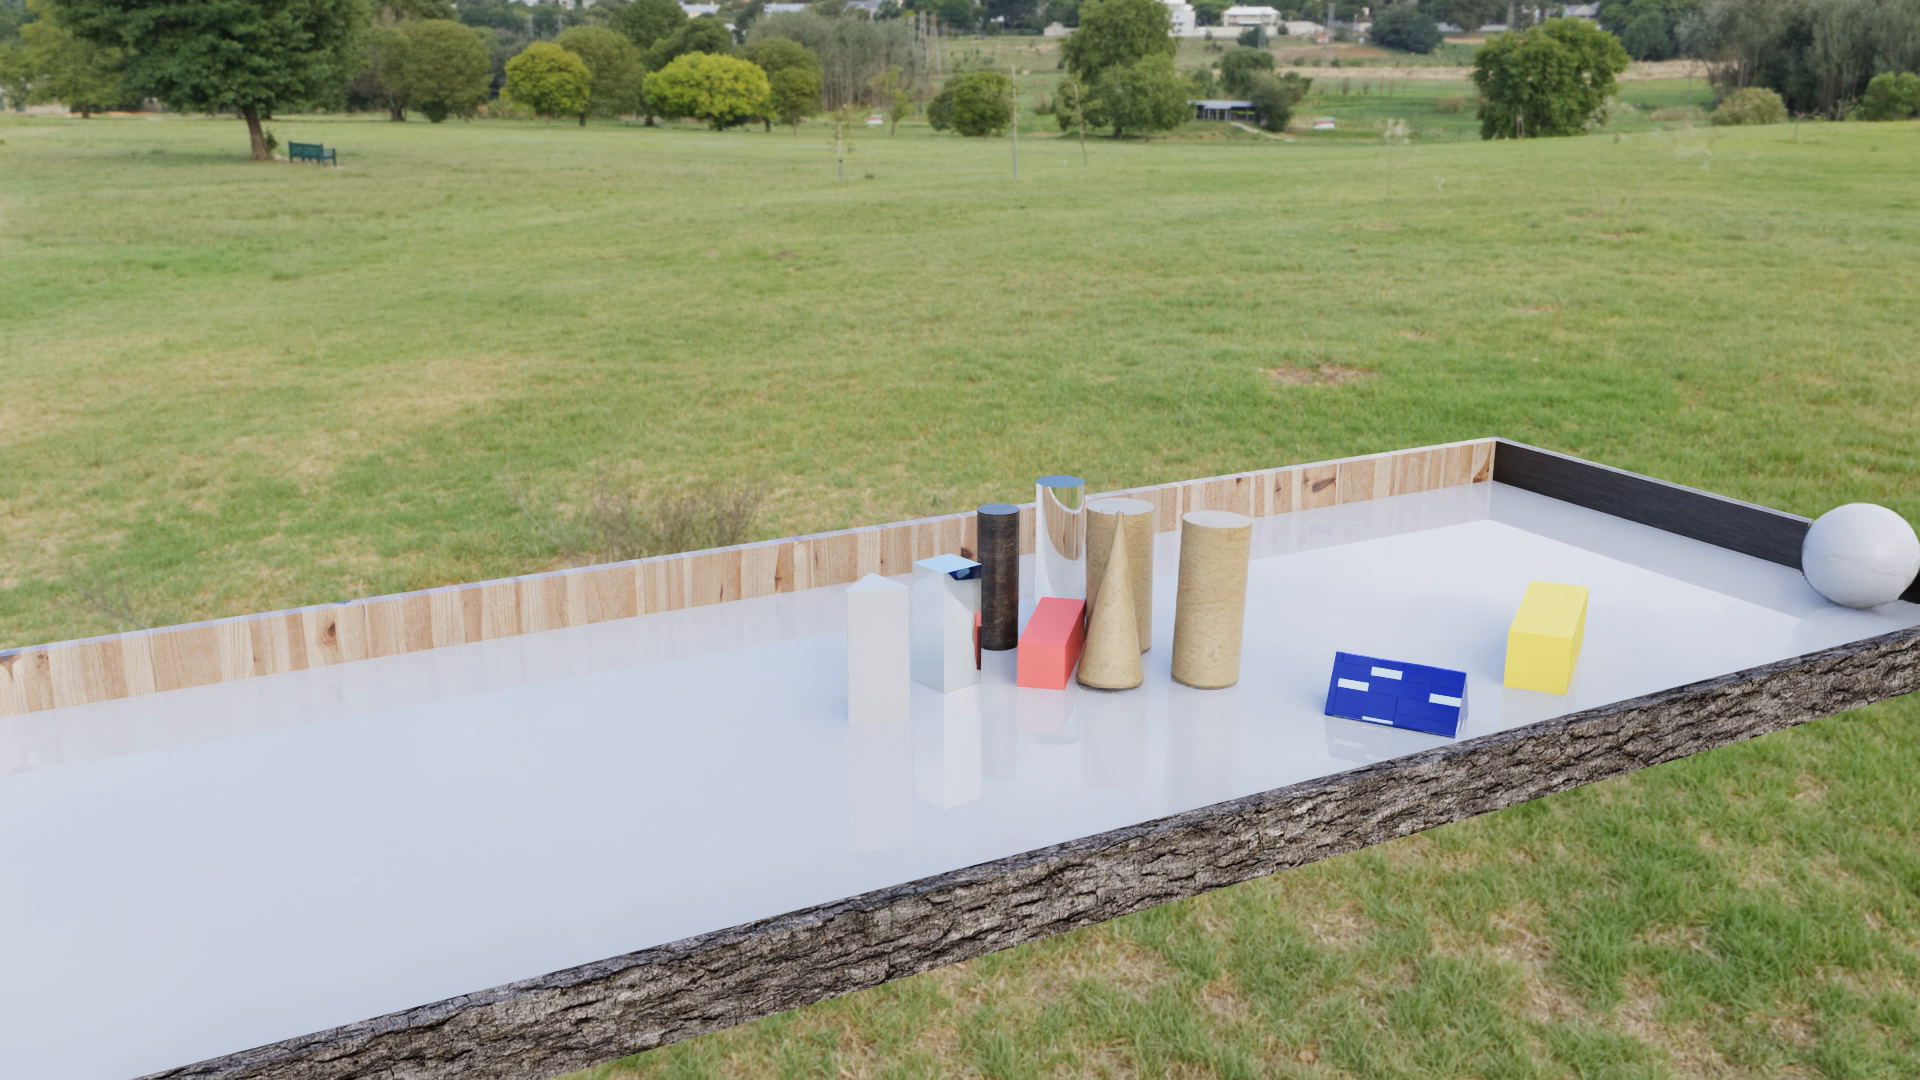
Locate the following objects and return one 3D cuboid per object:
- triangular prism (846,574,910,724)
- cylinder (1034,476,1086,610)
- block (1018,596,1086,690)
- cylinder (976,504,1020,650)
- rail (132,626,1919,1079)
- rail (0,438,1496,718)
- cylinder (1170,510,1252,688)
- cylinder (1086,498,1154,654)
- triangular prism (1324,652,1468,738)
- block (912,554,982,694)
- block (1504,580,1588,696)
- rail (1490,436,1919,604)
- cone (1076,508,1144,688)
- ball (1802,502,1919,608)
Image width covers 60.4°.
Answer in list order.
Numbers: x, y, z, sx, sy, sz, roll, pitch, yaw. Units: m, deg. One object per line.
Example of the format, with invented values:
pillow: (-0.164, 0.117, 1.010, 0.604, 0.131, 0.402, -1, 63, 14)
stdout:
triangular prism: (-0.200, 0.254, 3.905, 0.147, 0.330, 0.127, -3, 17, -9)
cylinder: (0.278, 0.021, 4.607, 0.136, 0.381, 0.136, 0, 16, 0)
block: (0.239, 0.262, 4.253, 0.118, 0.118, 0.364, 3, 17, 12)
cylinder: (0.100, 0.098, 4.358, 0.111, 0.374, 0.111, 0, 16, 0)
rail: (-2.336, 1.006, 1.665, 12.000, 0.150, 0.050, -9, 18, -27)
rail: (-3.305, 0.497, 3.399, 12.000, 0.150, 0.050, -9, 18, -27)
cylinder: (0.627, 0.147, 4.116, 0.171, 0.411, 0.171, 2, 15, -1)
cylinder: (0.420, 0.096, 4.348, 0.176, 0.381, 0.176, -1, 16, 0)
triangular prism: (1.039, 0.351, 3.910, 0.305, 0.133, 0.154, 8, 18, 26)
block: (-0.032, 0.207, 4.098, 0.120, 0.312, 0.120, -13, 21, -38)
block: (1.517, 0.246, 4.257, 0.148, 0.148, 0.450, 8, 18, 24)
rail: (2.466, -0.048, 5.253, 0.050, 0.150, 2.100, -9, 18, -27)
cone: (0.386, 0.135, 4.097, 0.170, 0.436, 0.170, 3, 12, -1)
ball: (2.552, 0.044, 4.676, 0.298, 0.298, 0.298, 0, 16, 0)
